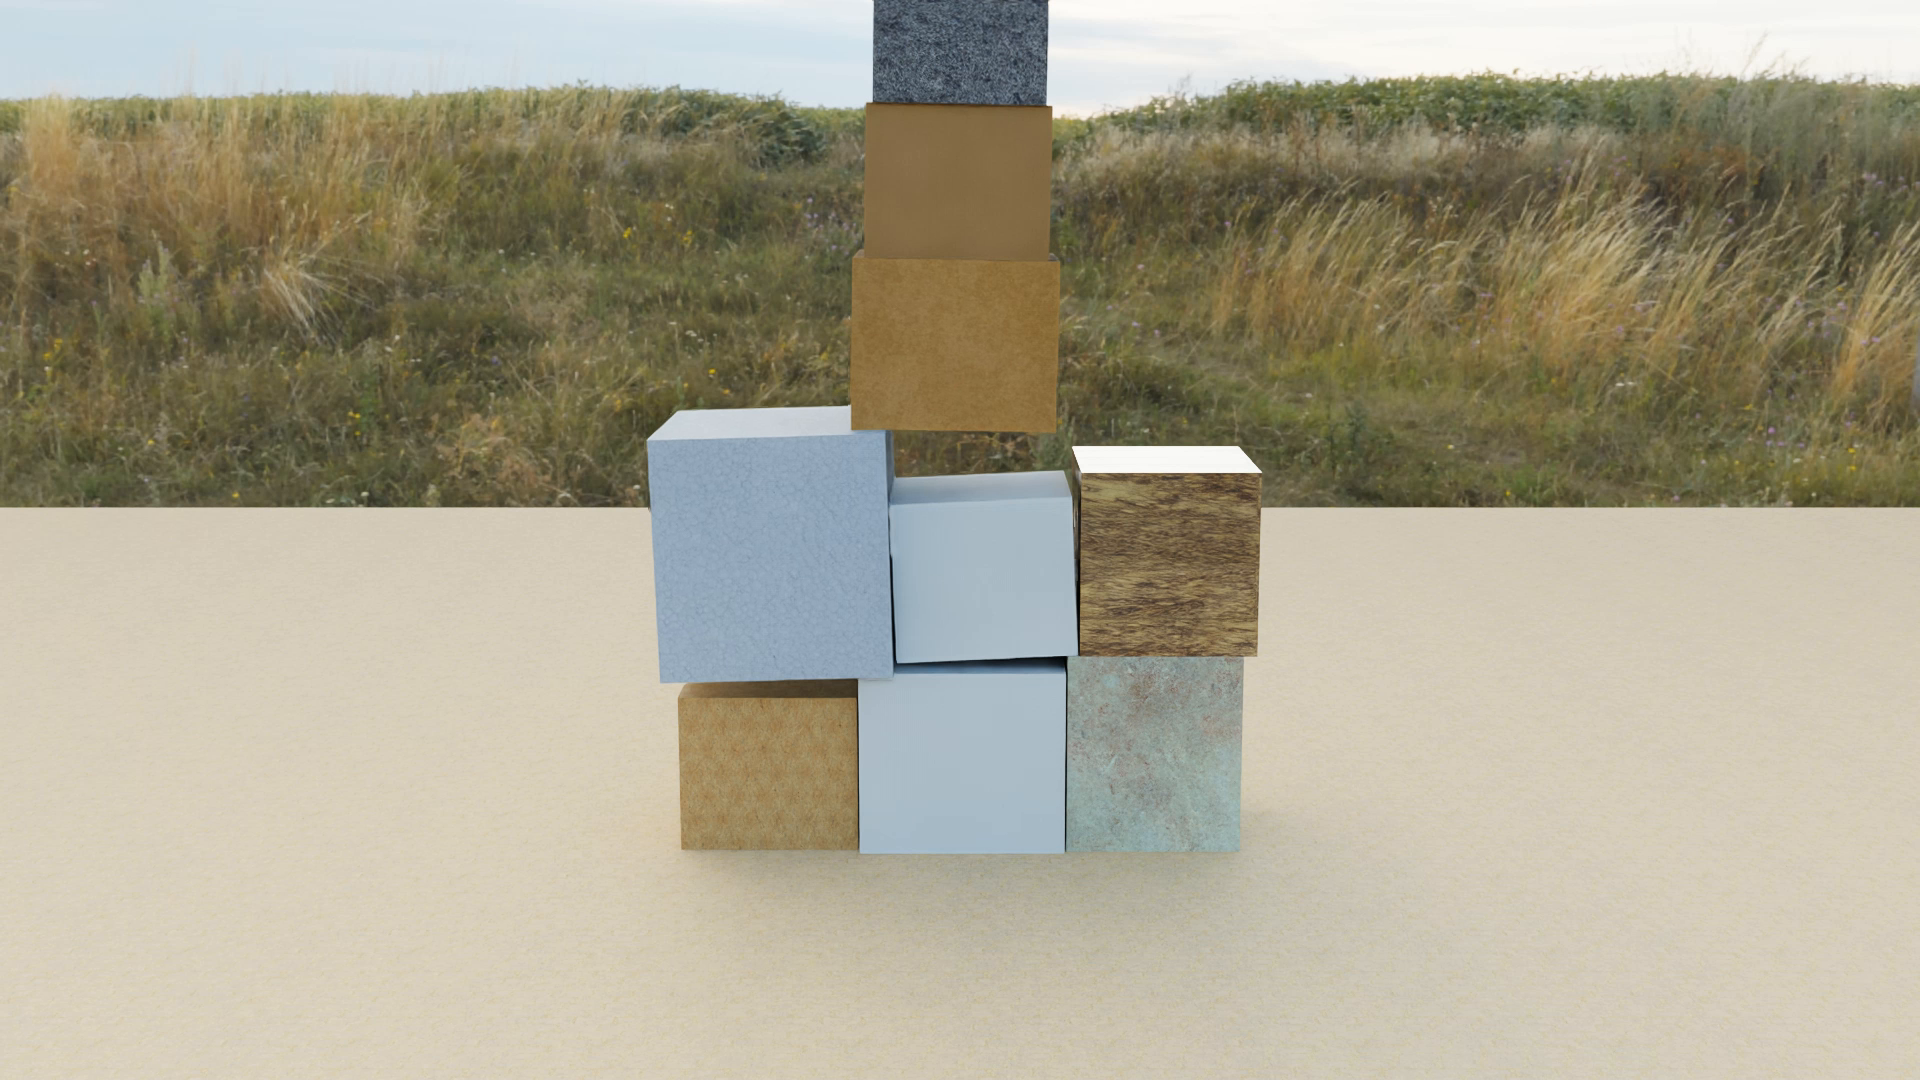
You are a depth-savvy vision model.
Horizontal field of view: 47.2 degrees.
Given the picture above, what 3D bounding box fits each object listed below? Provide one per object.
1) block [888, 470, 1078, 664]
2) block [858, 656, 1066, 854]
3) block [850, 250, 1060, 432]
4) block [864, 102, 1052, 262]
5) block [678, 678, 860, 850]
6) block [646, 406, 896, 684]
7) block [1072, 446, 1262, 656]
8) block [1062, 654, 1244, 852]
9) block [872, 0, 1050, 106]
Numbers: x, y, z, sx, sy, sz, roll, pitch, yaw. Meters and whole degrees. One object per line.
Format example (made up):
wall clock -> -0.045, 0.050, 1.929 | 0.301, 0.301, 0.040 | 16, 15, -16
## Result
block -> 0.117, 0.122, 11.201 | 0.894, 0.791, 0.871 | -3, 10, 0
block -> 0.011, 1.020, 11.385 | 1.021, 0.920, 1.021 | 0, 10, 0
block -> -0.025, -1.010, 10.998 | 0.995, 0.823, 0.850 | 1, 10, 0
block -> -0.010, -1.777, 10.871 | 0.887, 0.733, 0.784 | 1, 10, 0
block -> -0.954, 1.089, 11.382 | 0.888, 0.784, 0.866 | 0, 10, 0
block -> -0.910, -0.007, 11.181 | 1.138, 1.196, 1.160 | -2, 10, 0
block -> 1.026, 0.041, 11.192 | 0.874, 0.916, 0.924 | 0, 10, 0
block -> 0.964, 0.981, 11.375 | 0.866, 1.000, 0.949 | 0, 10, 0
block -> 0.005, -2.530, 10.703 | 0.824, 0.809, 0.773 | 1, 10, 0
